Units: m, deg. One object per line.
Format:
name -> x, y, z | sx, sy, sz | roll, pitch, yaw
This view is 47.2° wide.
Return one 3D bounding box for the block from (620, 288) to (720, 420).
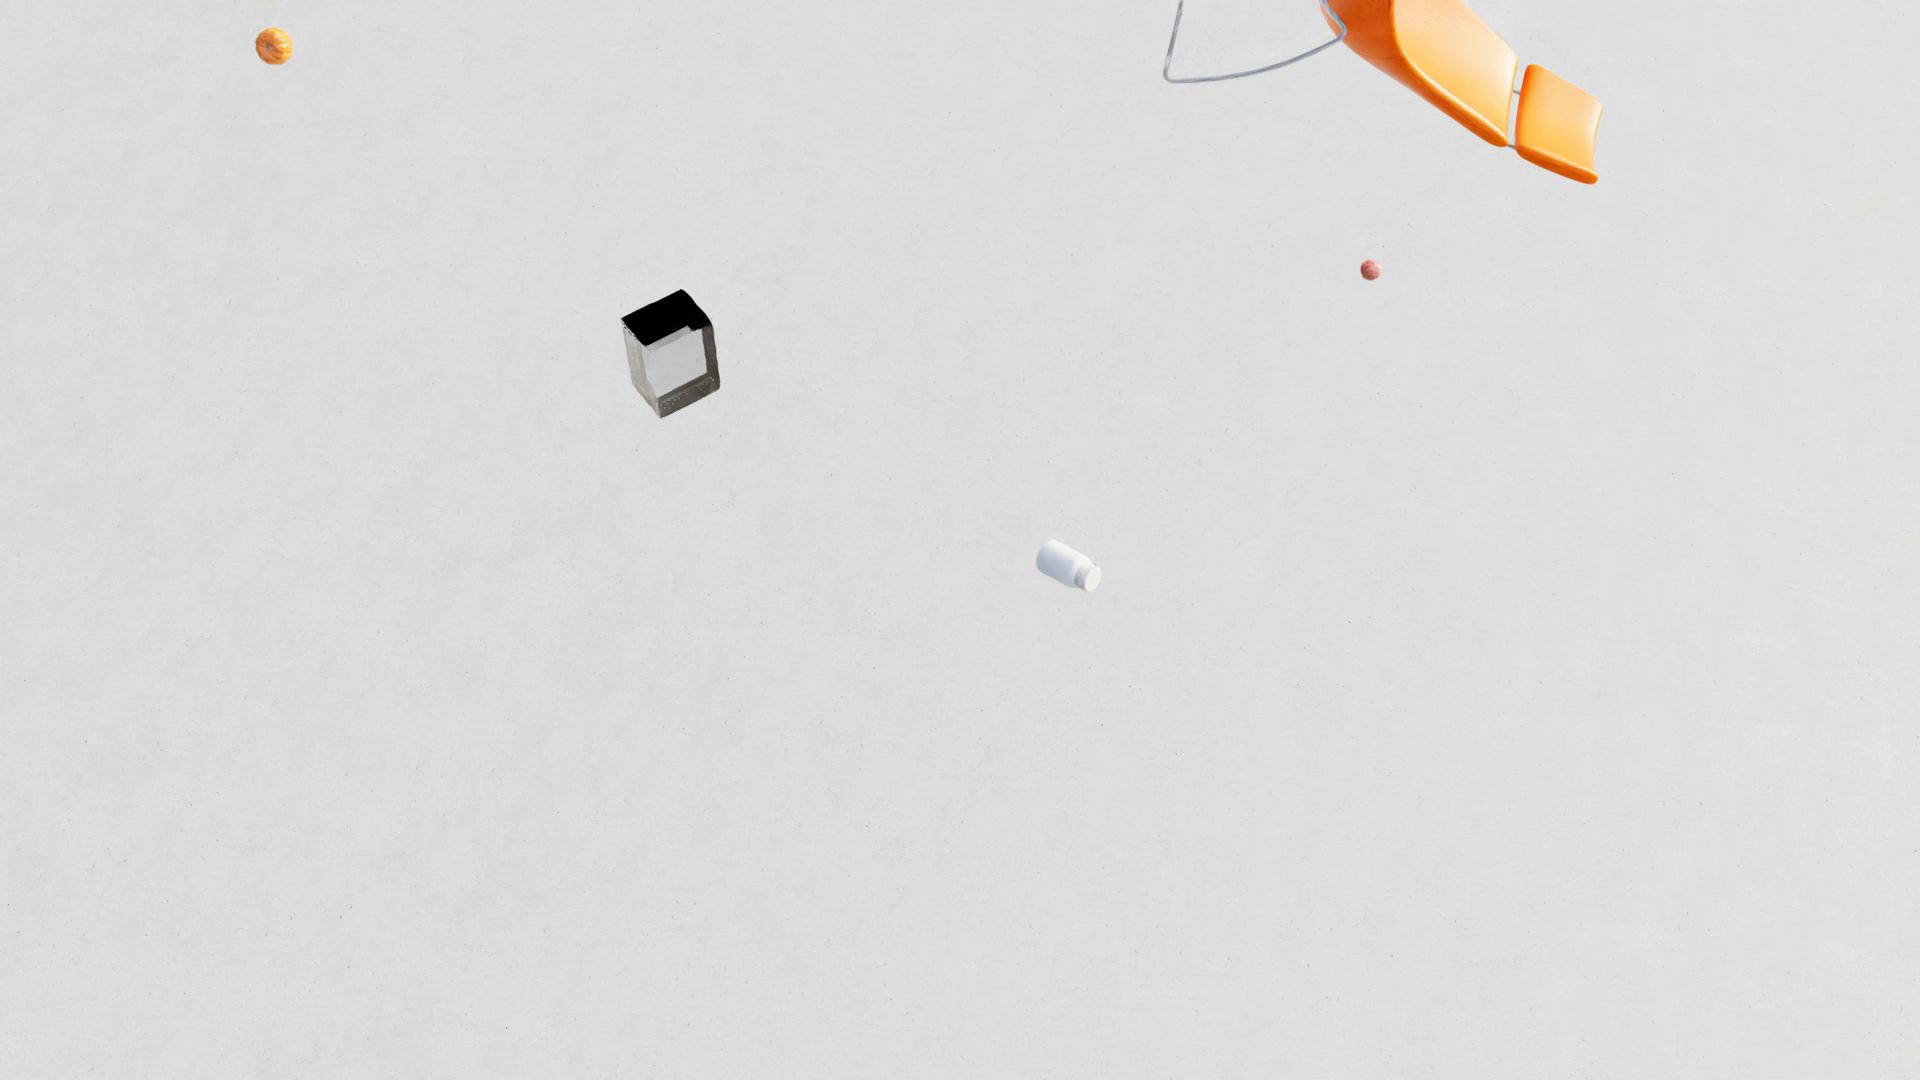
block -> -0.553, -0.357, 4.217 | 0.136, 0.189, 0.109 | -30, 59, -21
